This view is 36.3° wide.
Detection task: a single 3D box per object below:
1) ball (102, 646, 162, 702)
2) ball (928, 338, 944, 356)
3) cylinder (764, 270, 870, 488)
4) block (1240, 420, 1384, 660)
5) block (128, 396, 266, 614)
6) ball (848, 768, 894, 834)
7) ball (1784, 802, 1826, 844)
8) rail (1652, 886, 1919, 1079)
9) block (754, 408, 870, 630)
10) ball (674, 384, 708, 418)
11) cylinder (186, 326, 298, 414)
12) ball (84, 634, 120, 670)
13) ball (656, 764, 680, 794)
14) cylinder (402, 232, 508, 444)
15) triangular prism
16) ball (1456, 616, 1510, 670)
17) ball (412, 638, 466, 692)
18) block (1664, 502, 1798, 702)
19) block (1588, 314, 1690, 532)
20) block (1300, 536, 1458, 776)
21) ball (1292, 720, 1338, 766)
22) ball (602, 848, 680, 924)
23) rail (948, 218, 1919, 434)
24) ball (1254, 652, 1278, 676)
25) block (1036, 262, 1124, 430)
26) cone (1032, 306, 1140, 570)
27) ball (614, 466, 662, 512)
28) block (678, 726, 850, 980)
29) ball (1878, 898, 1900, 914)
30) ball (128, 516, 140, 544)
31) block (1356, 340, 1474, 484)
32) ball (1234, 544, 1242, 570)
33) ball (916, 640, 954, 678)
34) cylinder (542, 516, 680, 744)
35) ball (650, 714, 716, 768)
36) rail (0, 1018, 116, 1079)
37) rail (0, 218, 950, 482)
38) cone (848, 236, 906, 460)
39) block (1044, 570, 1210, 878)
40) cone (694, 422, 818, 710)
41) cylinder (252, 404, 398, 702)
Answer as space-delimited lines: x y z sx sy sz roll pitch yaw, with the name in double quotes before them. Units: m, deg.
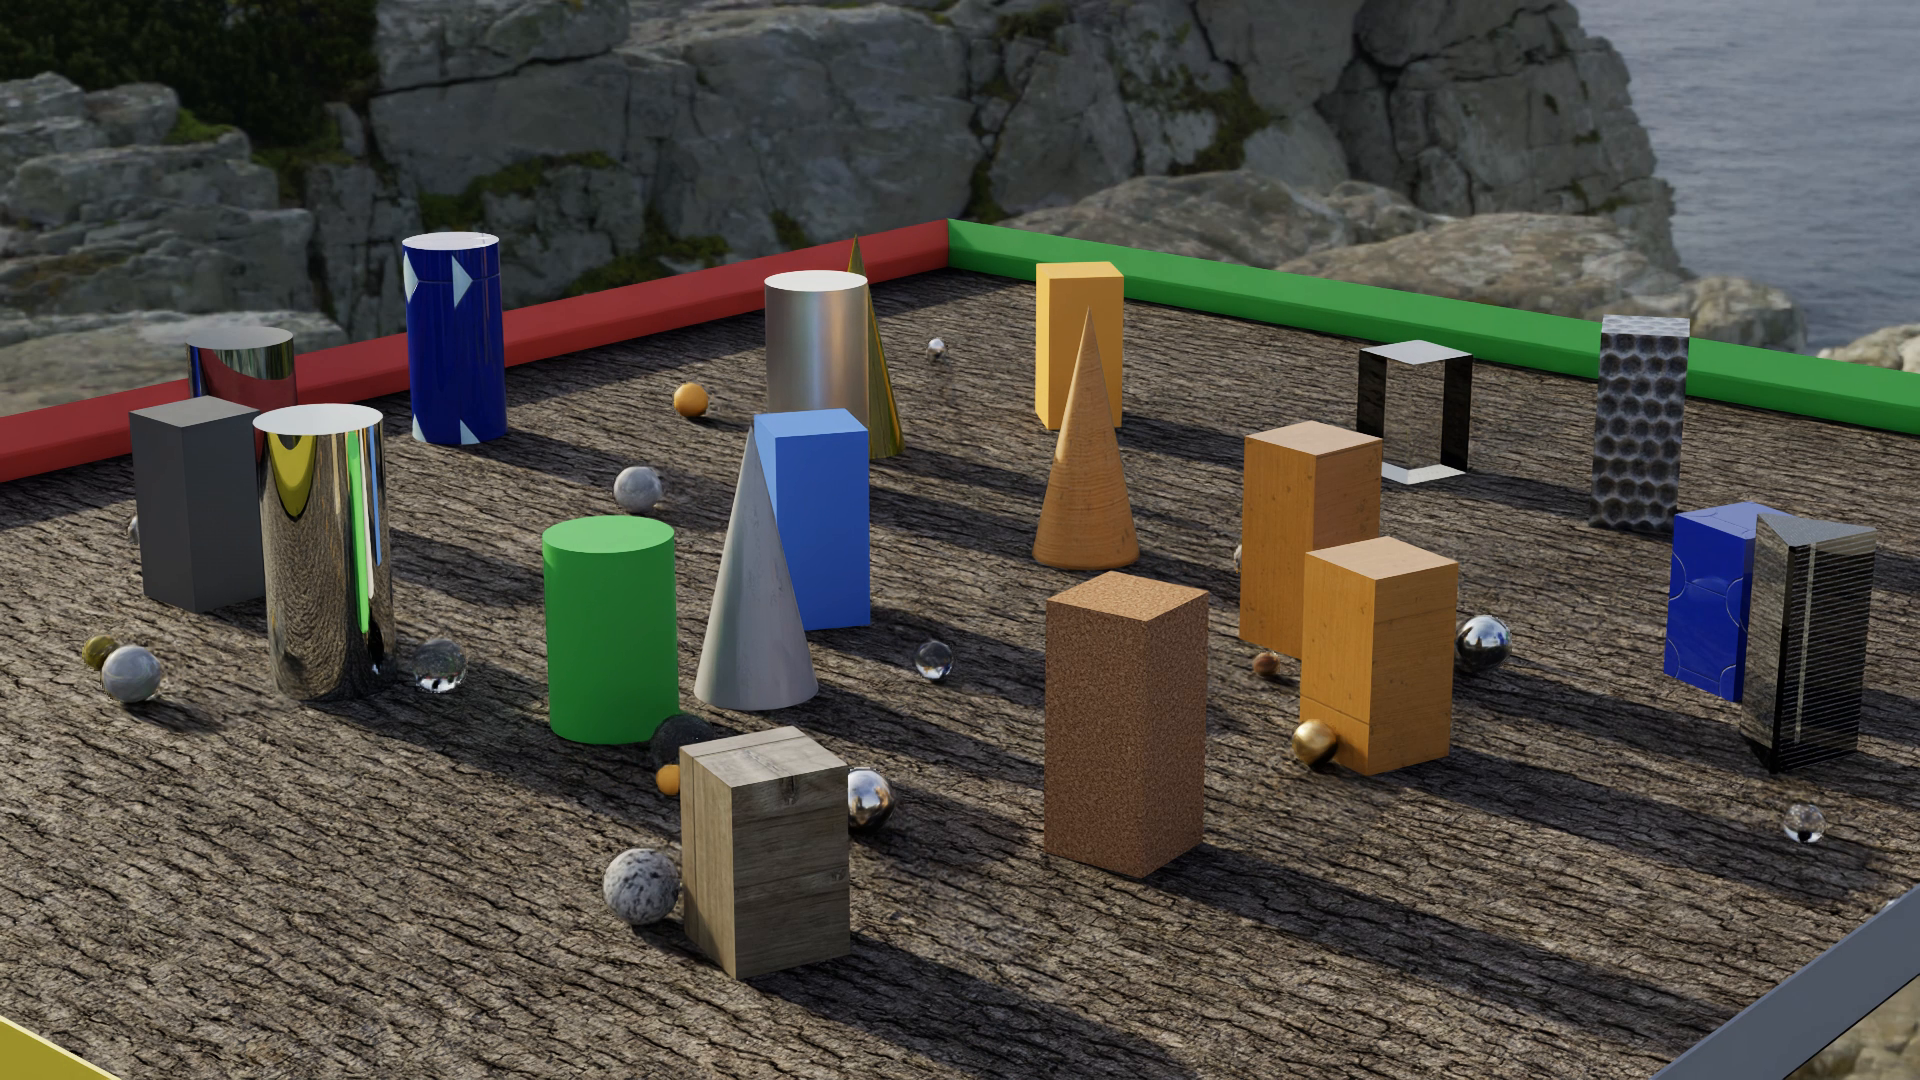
"ball" -1.300 0.210 4.601 0.090 0.090 0.090 0 17 0
"ball" -0.056 -0.452 6.885 0.041 0.041 0.041 0 17 0
"cylinder" -0.278 -0.298 5.715 0.199 0.421 0.199 0 17 0
"block" 0.579 0.000 4.848 0.159 0.350 0.159 -14 22 -38
"block" -1.317 -0.064 5.092 0.159 0.331 0.159 15 22 40
"ball" -0.136 0.364 4.089 0.090 0.090 0.090 0 17 0
"ball" 1.168 0.392 4.056 0.057 0.057 0.057 0 17 0
"rail" 1.432 0.391 3.930 0.045 0.129 4.319 14 22 39
"block" -0.251 -0.035 4.979 0.159 0.340 0.159 -5 17 -16
"ball" -0.580 -0.300 6.319 0.075 0.075 0.075 0 17 0
"cylinder" -1.366 -0.222 5.607 0.199 0.337 0.199 0 17 0
"ball" -1.391 0.182 4.755 0.056 0.056 0.056 0 17 0
"ball" -0.417 0.345 4.231 0.045 0.045 0.045 0 17 0
"cylinder" -1.058 -0.424 6.148 0.199 0.412 0.199 0 17 0
"triangular prism" 1.231 0.146 4.364 0.172 0.350 0.149 -10 19 -29
"ball" 0.848 0.167 4.753 0.086 0.086 0.086 0 17 0
"ball" -0.825 0.198 4.649 0.086 0.086 0.086 0 17 0
"block" 1.245 0.096 4.672 0.159 0.267 0.159 -9 19 -28
"block" 1.283 -0.222 5.541 0.159 0.375 0.159 4 17 13
"block" 0.621 0.171 4.364 0.159 0.303 0.159 -10 20 -31
"ball" 0.526 0.301 4.340 0.067 0.067 0.067 0 17 0
"ball" -0.412 0.448 3.795 0.099 0.099 0.099 0 17 0
"rail" 1.400 -0.433 6.664 3.839 0.129 0.045 14 22 39
"ball" 0.492 0.200 4.720 0.040 0.040 0.040 0 17 0
"block" 0.254 -0.417 6.271 0.159 0.327 0.159 -2 17 -8
"cone" 0.231 -0.198 5.302 0.199 0.467 0.199 0 17 0
"ball" -0.618 -0.097 5.620 0.091 0.091 0.091 0 17 0
"block" -0.247 0.393 3.706 0.159 0.256 0.159 -9 19 -27
"ball" 1.200 0.487 3.738 0.059 0.059 0.059 0 17 0
"ball" -1.509 -0.019 5.422 0.056 0.056 0.056 0 17 0
"block" 0.911 -0.259 5.889 0.159 0.245 0.159 -11 20 -32
"ball" 0.521 0.032 5.240 0.062 0.062 0.062 0 17 0
"ball" -0.041 0.192 4.711 0.061 0.061 0.061 0 17 0
"cylinder" -0.532 0.136 4.479 0.199 0.303 0.199 0 17 0
"ball" -0.404 0.301 4.286 0.097 0.097 0.097 0 17 0
"rail" -1.400 0.498 3.575 3.839 0.129 0.045 14 22 39
"rail" -1.432 -0.326 6.310 0.045 0.129 4.319 14 22 39
"cone" -0.212 -0.410 6.027 0.199 0.454 0.199 0 17 0
"block" 0.226 0.249 3.996 0.159 0.364 0.159 12 20 34
"cone" -0.324 0.027 4.604 0.199 0.439 0.199 0 17 0
"cylinder" -1.003 0.019 4.641 0.199 0.433 0.199 0 17 0
